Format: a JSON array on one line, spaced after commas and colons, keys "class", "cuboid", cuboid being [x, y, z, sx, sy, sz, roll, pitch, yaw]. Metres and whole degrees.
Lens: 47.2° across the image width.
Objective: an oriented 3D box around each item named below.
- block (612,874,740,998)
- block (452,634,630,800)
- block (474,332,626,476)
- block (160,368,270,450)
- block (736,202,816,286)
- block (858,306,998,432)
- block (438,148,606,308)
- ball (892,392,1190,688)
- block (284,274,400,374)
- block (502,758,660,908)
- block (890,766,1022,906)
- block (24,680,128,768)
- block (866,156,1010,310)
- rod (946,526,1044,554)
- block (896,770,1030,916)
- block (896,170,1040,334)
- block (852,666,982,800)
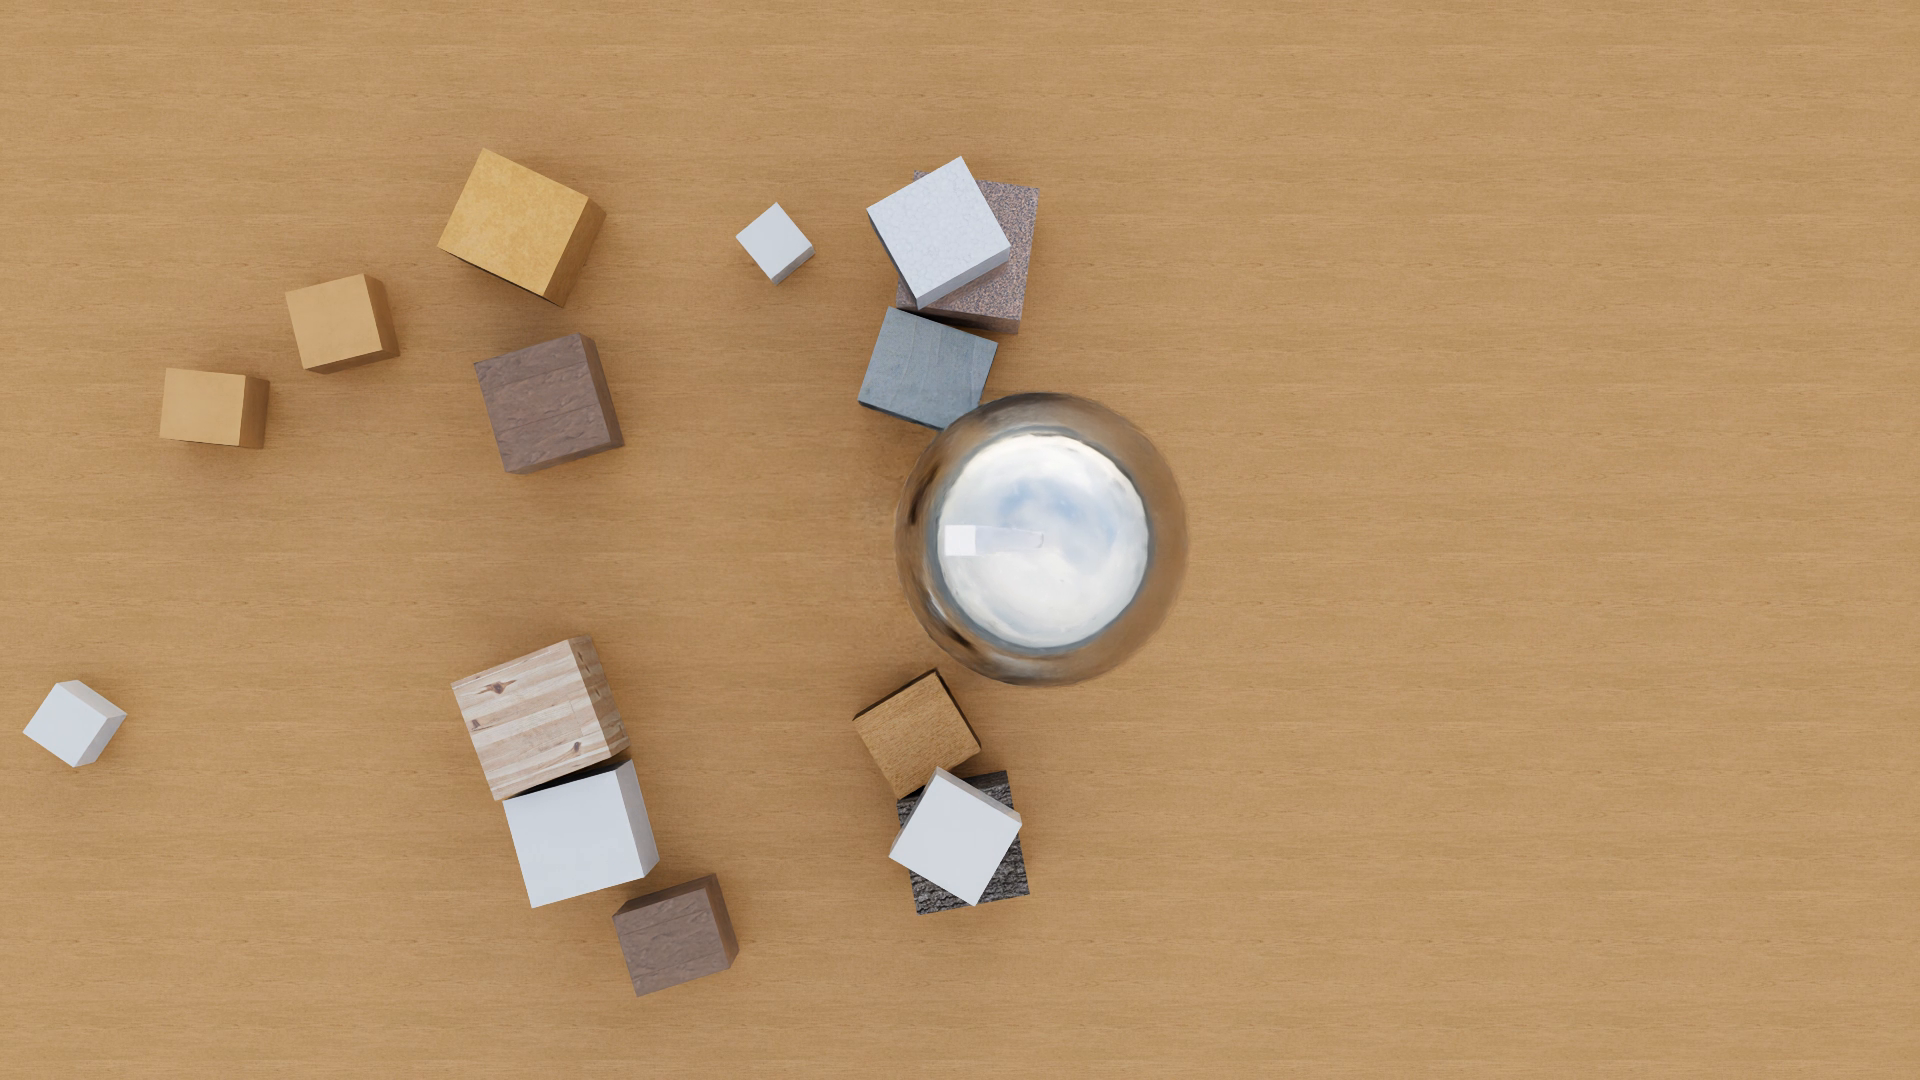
[{"class": "block", "cuboid": [-1.636, 2.279, 12.722, 0.552, 0.556, 0.477, -17, 90, 0]}, {"class": "block", "cuboid": [-2.392, 1.005, 12.634, 0.697, 0.733, 0.701, -21, 90, 0]}, {"class": "block", "cuboid": [-2.368, -0.780, 12.732, 0.624, 0.537, 0.645, -16, 90, 0]}, {"class": "block", "cuboid": [-4.325, -0.760, 12.777, 0.456, 0.445, 0.404, 6, 90, 0]}, {"class": "block", "cuboid": [-1.073, -1.723, 12.831, 0.309, 0.338, 0.320, -40, 90, 0]}, {"class": "block", "cuboid": [-0.184, -0.956, 12.734, 0.656, 0.532, 0.561, 19, 90, 0]}, {"class": "block", "cuboid": [-2.513, -1.788, 12.678, 0.657, 0.644, 0.615, 25, 90, 0]}, {"class": "ball", "cuboid": [0.437, 0.000, 11.884, 1.600, 1.600, 1.600, 0, 90, 0]}, {"class": "block", "cuboid": [-3.584, -1.252, 12.789, 0.463, 0.421, 0.452, -14, 90, 0]}, {"class": "block", "cuboid": [-2.171, 1.680, 12.675, 0.655, 0.650, 0.623, -15, 90, 0]}, {"class": "block", "cuboid": [-0.024, 1.616, 12.057, 0.533, 0.468, 0.510, 30, 90, 0]}, {"class": "block", "cuboid": [-5.165, 1.069, 12.846, 0.359, 0.309, 0.345, 34, 90, 0]}, {"class": "block", "cuboid": [-0.113, -1.647, 11.872, 0.570, 0.588, 0.541, -29, 90, 0]}, {"class": "rod", "cuboid": [0.190, 0.000, 8.493, 0.080, 5.200, 0.080, 0, 90, 4]}, {"class": "block", "cuboid": [0.018, 1.730, 12.645, 0.641, 0.709, 0.633, -11, 90, 0]}, {"class": "block", "cuboid": [0.042, -1.630, 12.583, 0.702, 0.834, 0.739, 8, 90, 0]}, {"class": "block", "cuboid": [-0.245, 1.112, 12.744, 0.547, 0.512, 0.522, -31, 90, 0]}]
